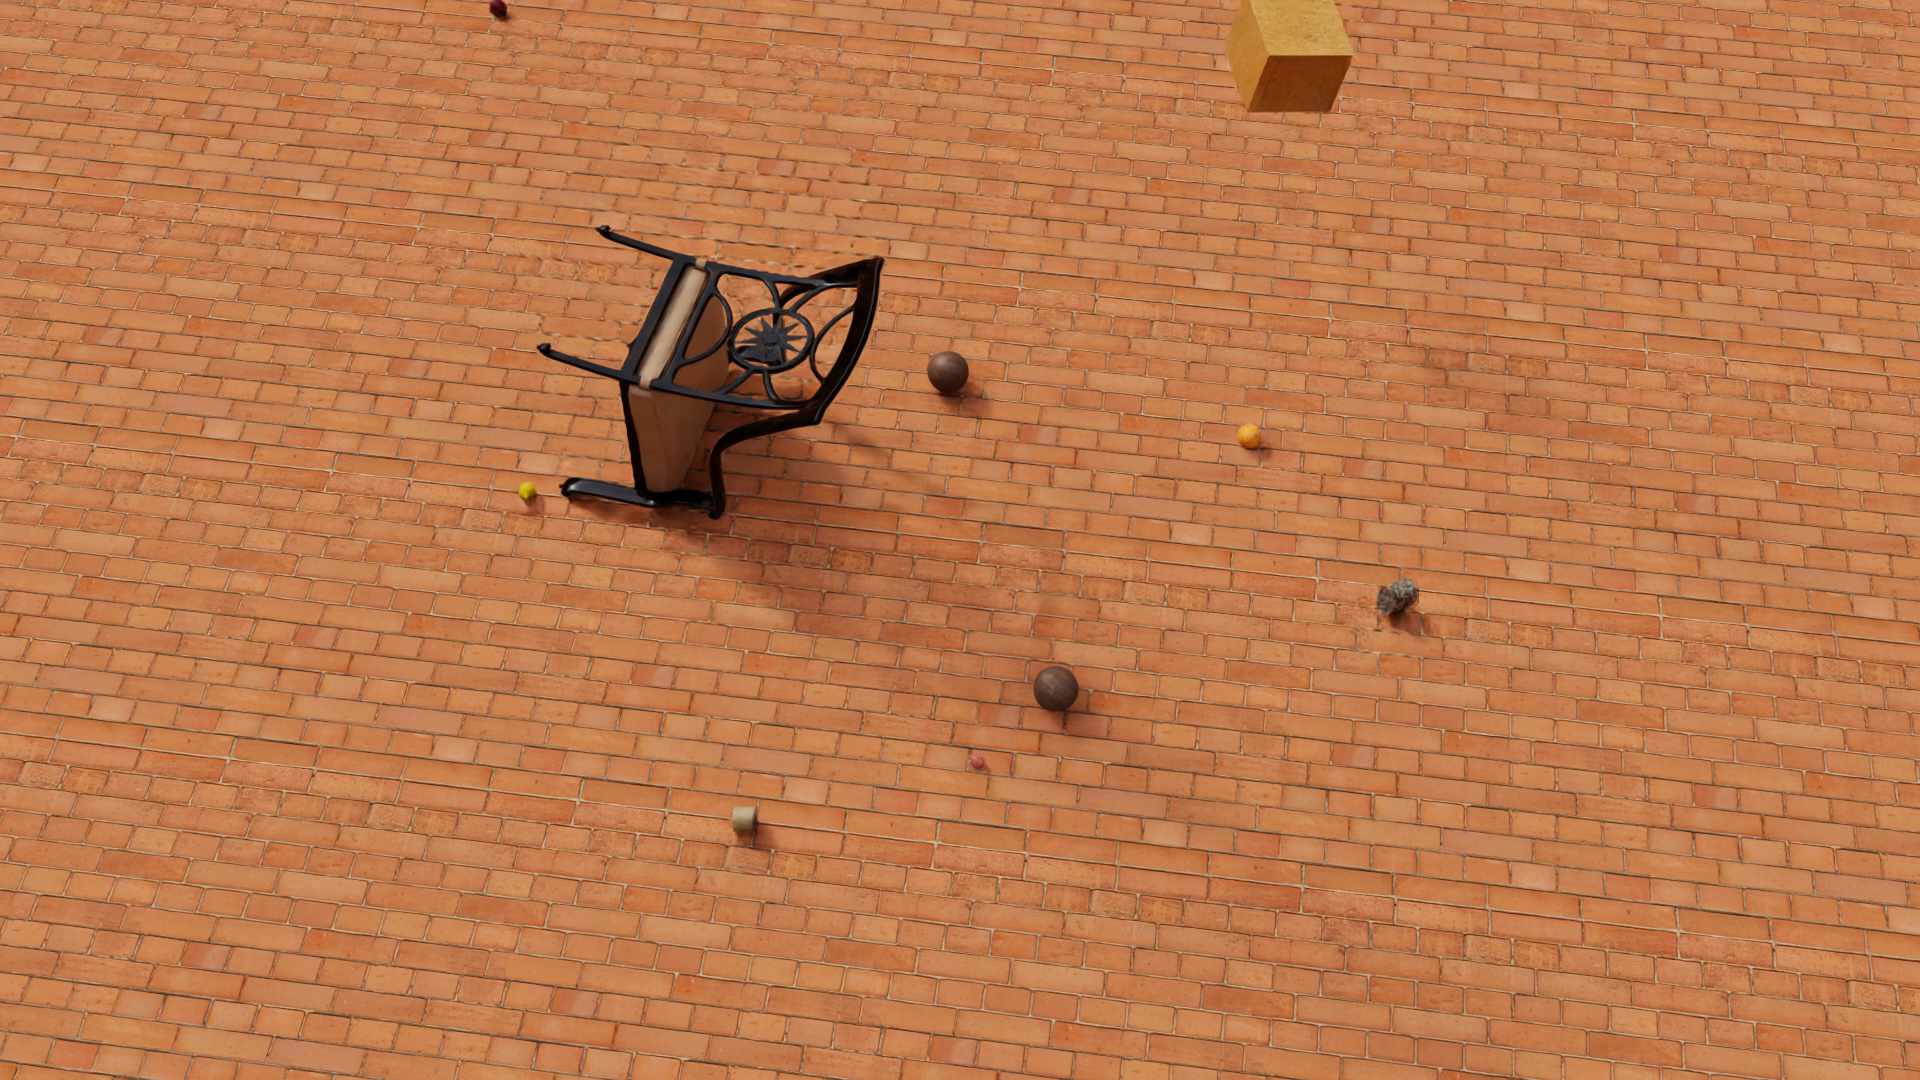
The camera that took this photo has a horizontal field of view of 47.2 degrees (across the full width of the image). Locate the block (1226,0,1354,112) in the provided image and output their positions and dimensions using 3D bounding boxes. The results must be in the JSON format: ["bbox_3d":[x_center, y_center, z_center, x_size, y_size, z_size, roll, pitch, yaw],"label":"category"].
[{"bbox_3d":[0.996,-1.483,6.674,0.271,0.238,0.273,-3,57,-14],"label":"block"}]

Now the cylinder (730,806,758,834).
[{"bbox_3d":[-0.590,0.765,6.015,0.058,0.078,0.067,-9,88,8],"label":"cylinder"}]

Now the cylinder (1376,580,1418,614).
[{"bbox_3d":[1.269,0.165,6.386,0.081,0.099,0.074,-18,68,-25],"label":"cylinder"}]
